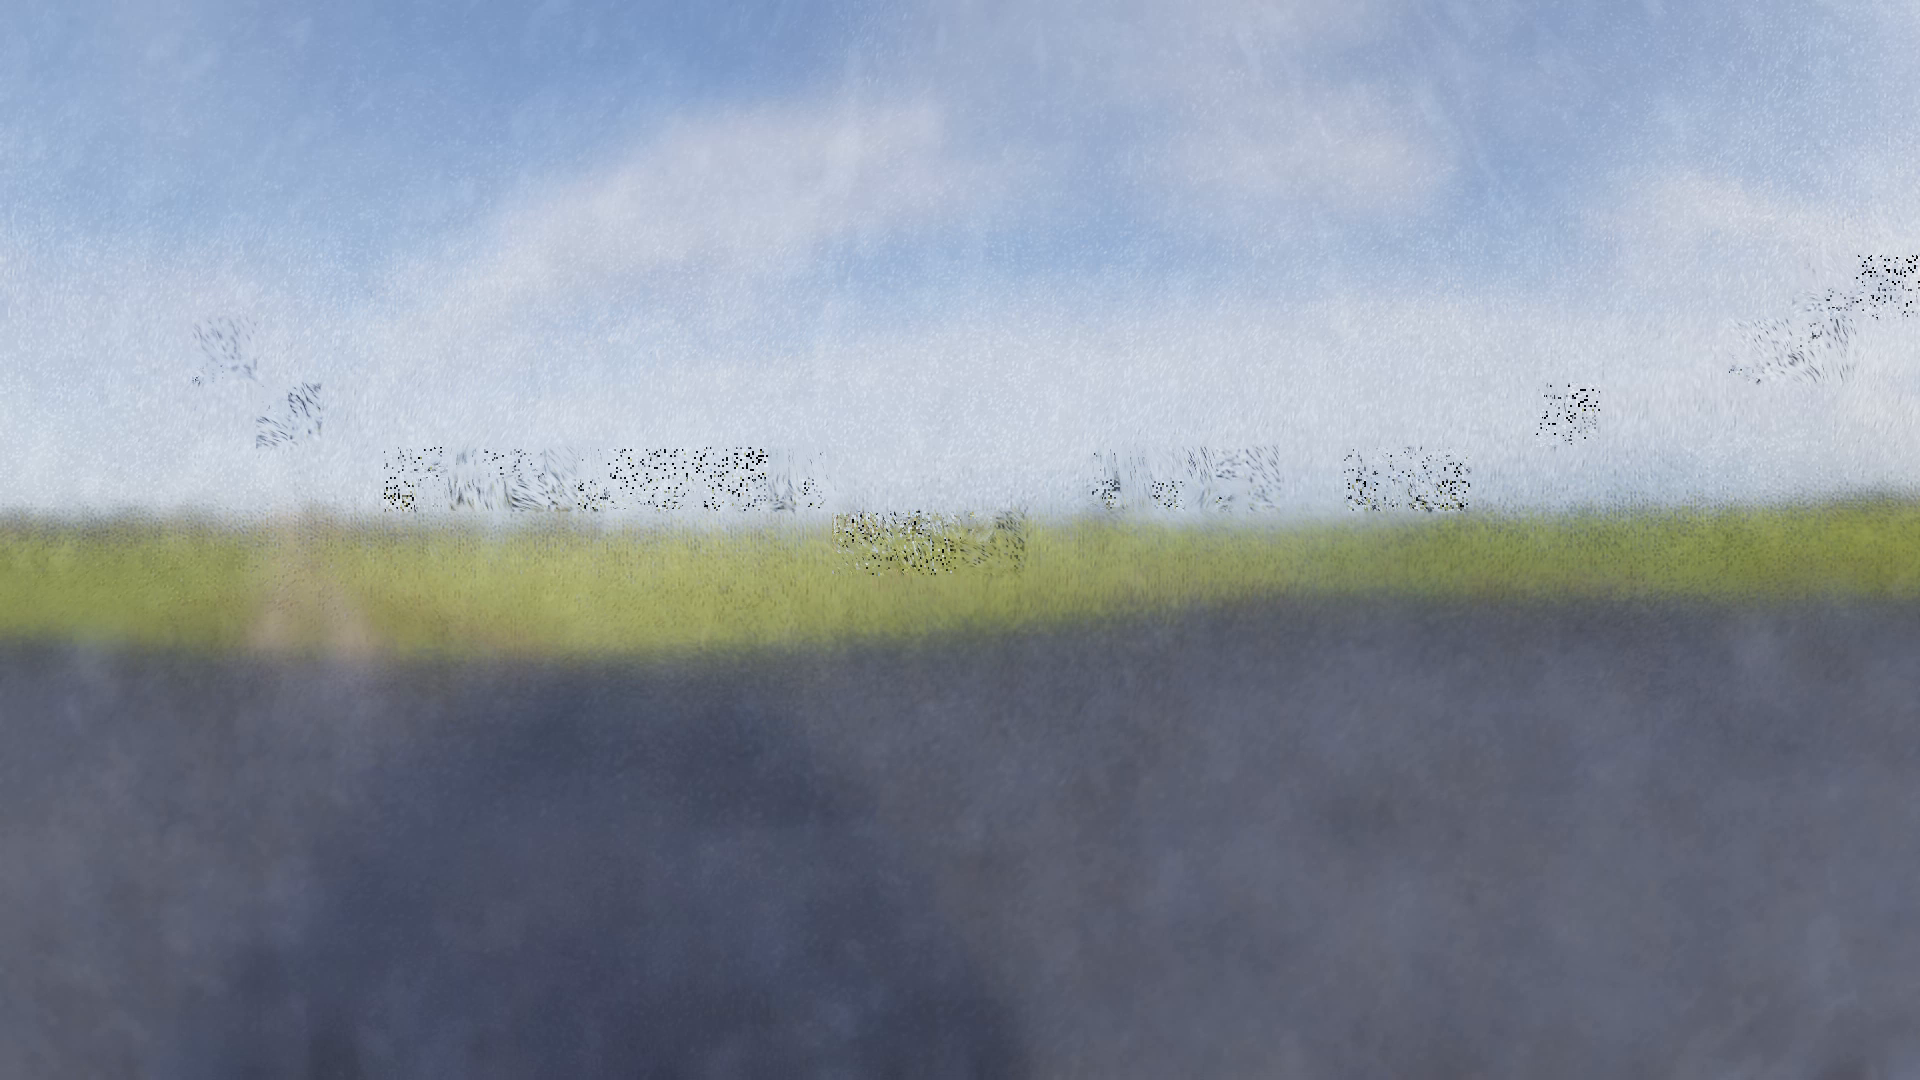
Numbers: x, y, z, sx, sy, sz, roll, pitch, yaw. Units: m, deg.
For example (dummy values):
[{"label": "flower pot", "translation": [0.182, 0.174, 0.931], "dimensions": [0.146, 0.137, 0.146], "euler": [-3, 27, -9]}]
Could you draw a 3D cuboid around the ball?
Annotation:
[{"label": "ball", "translation": [0.000, -0.002, 0.056], "dimensions": [0.080, 0.080, 0.080], "euler": [0, 4, 0]}]
